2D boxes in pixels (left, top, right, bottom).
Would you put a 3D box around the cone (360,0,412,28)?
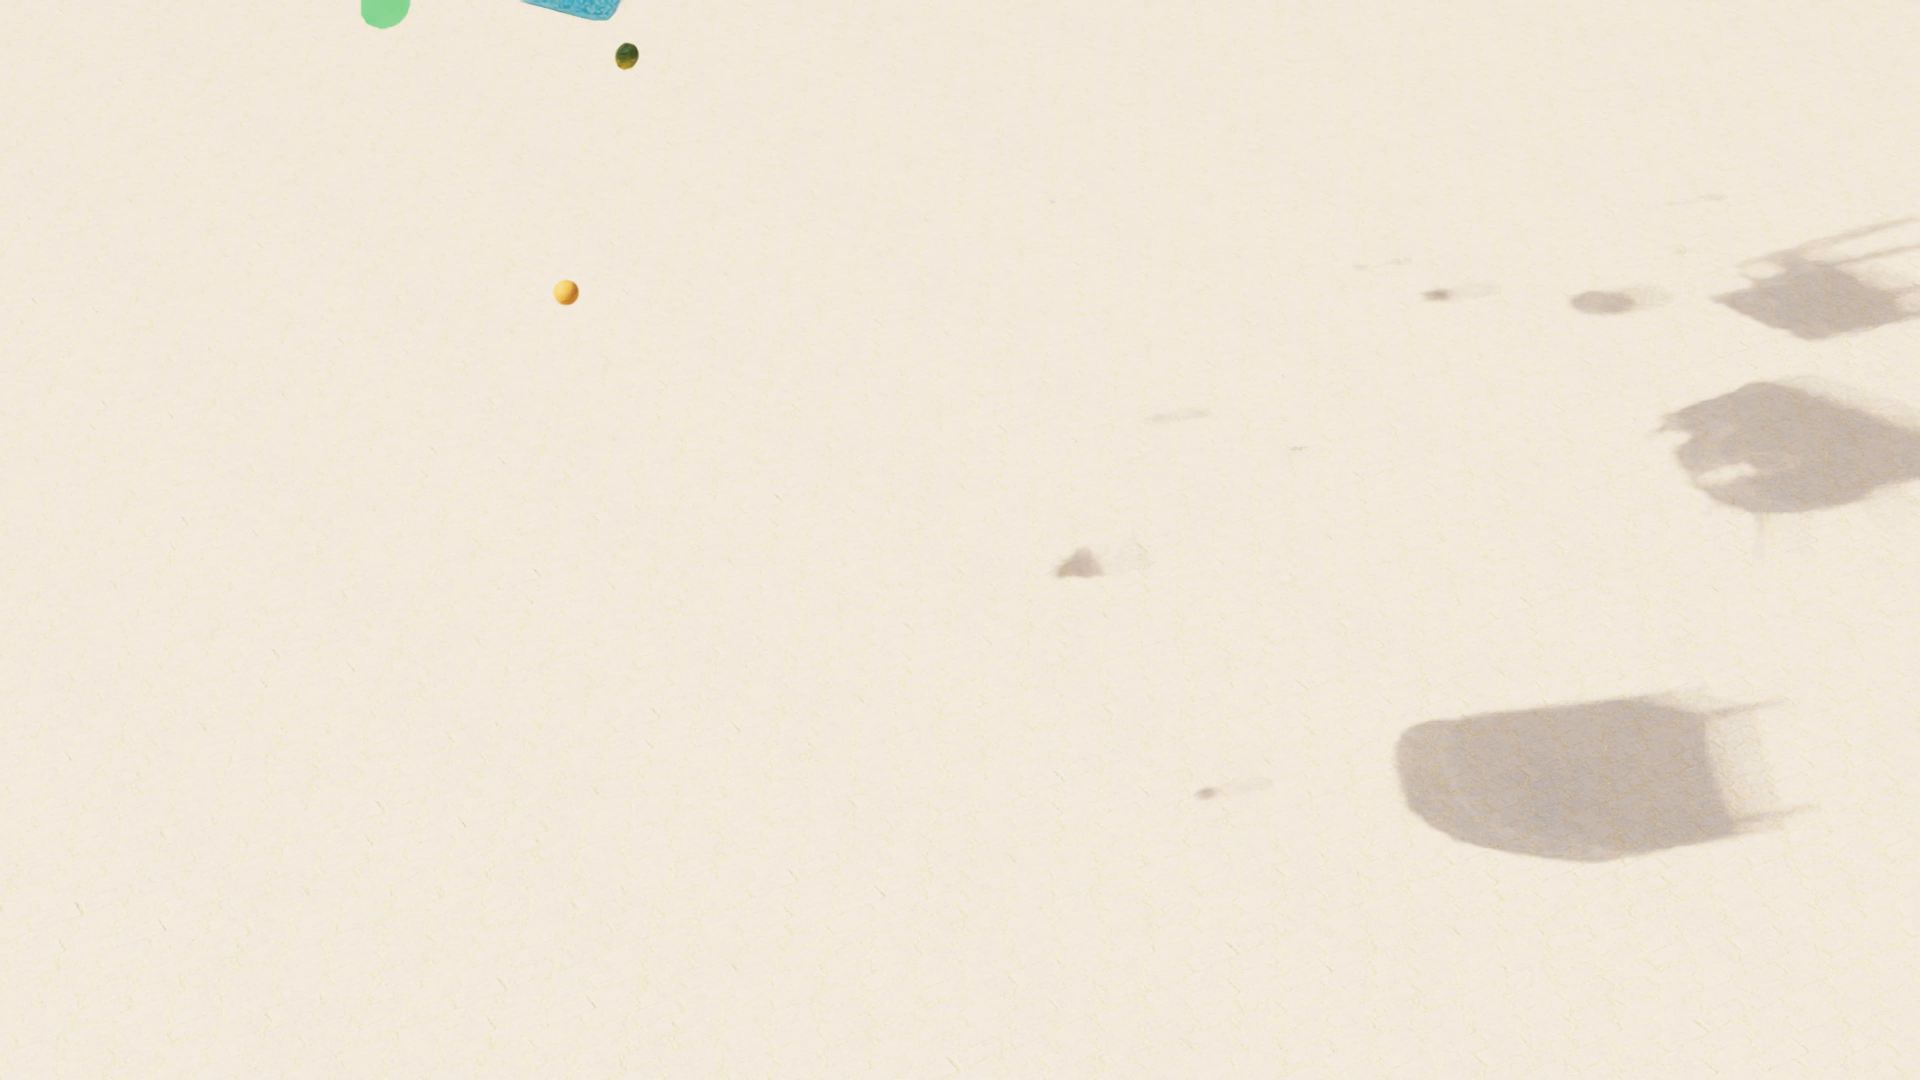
[{"bbox_3d":[-1.706,-1.659,8.939,0.175,0.125,0.222,-20,20,25],"label":"cone"}]
